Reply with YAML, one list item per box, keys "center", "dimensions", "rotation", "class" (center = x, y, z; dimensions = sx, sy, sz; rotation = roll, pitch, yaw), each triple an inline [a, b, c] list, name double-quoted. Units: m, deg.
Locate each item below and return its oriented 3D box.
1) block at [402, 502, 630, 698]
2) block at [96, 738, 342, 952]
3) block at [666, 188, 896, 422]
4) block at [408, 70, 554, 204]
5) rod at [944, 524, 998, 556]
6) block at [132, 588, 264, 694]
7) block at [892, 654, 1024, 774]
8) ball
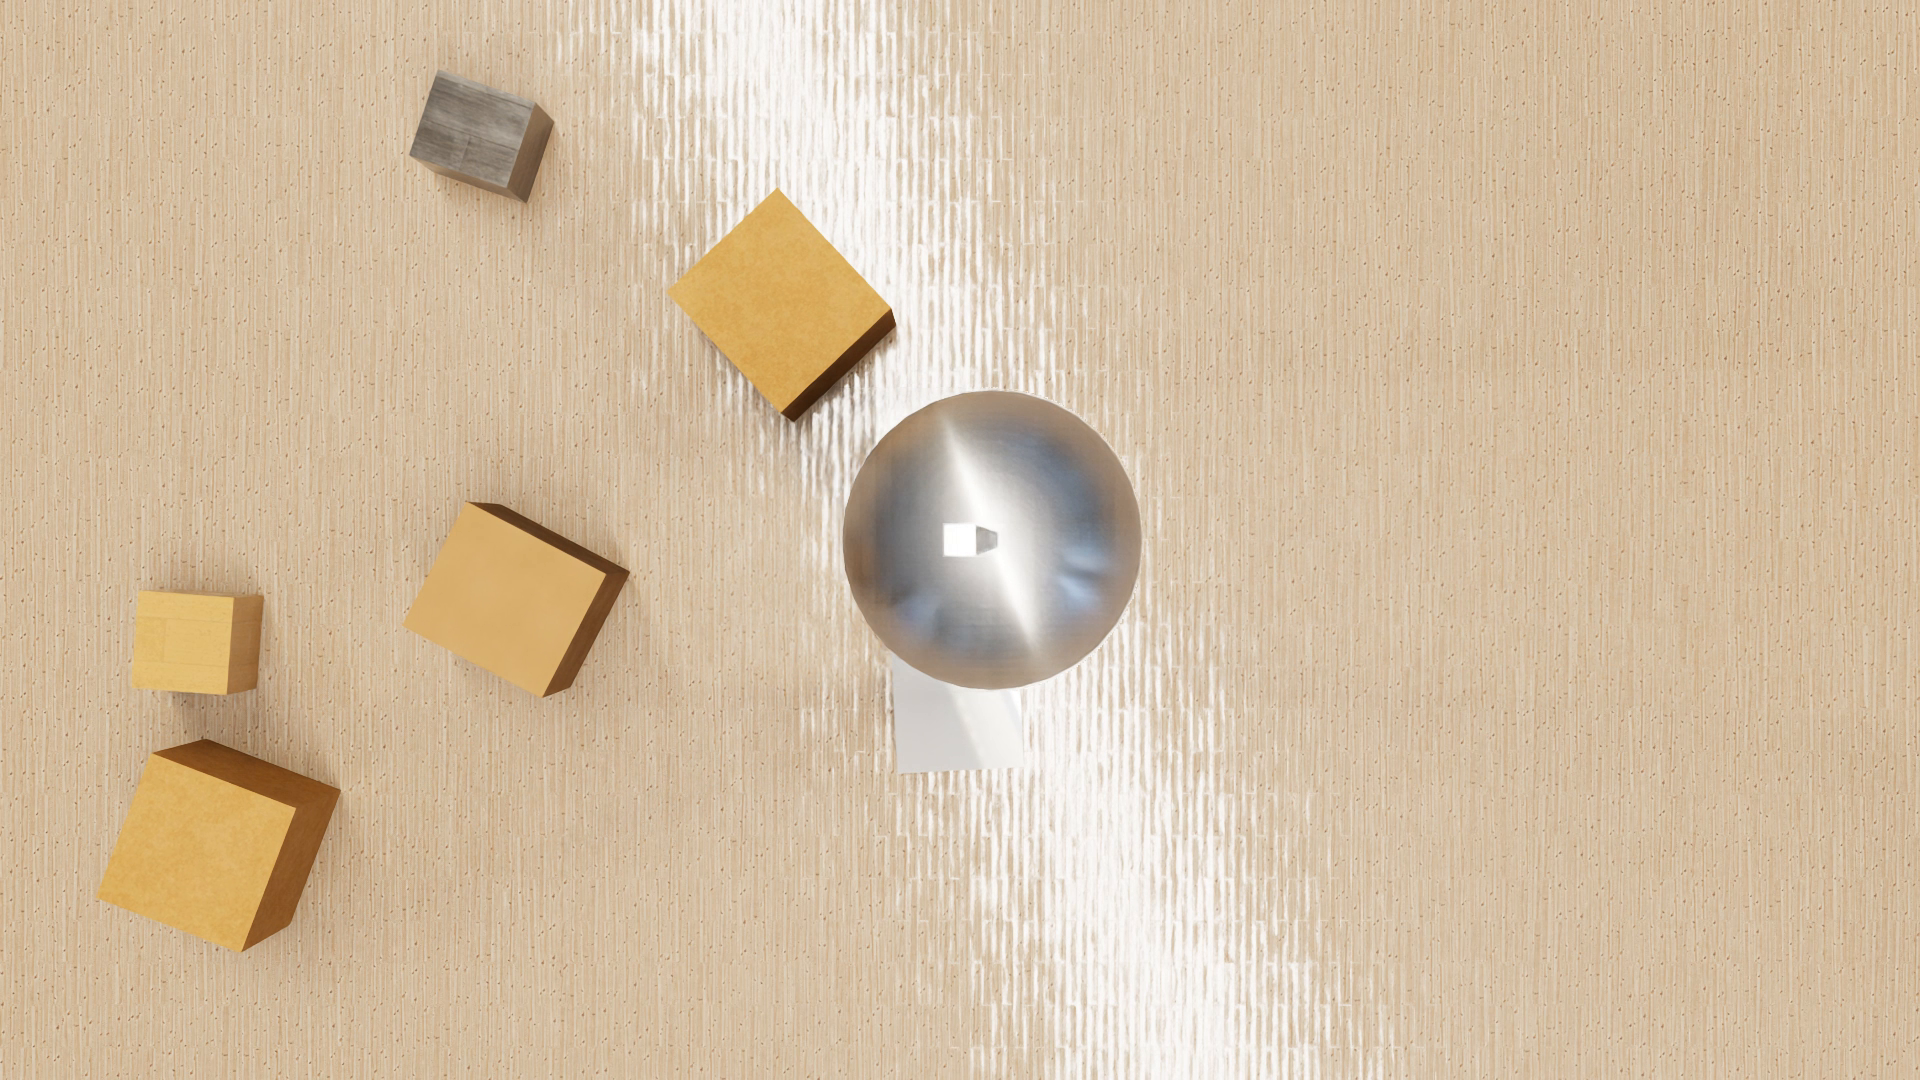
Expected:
- center: [-2.510, 0.330, 12.552]
  dimensions: [0.867, 0.897, 0.771]
  rotation: [28, 90, 0]
  class: "block"
- center: [-4.209, 1.724, 12.556]
  dimensions: [0.855, 0.889, 0.853]
  rotation: [21, 90, 0]
  class: "block"
- center: [-0.991, -1.312, 12.510]
  dimensions: [0.837, 0.980, 0.908]
  rotation: [-43, 90, 0]
  class: "block"
- center: [-2.755, -2.323, 12.707]
  dimensions: [0.582, 0.586, 0.513]
  rotation: [19, 90, 0]
  class: "block"
- center: [0.074, 0.000, 8.299]
  dimensions: [0.080, 5.200, 0.080]
  rotation: [0, 90, 2]
  class: "rod"
- center: [-4.405, 0.582, 12.730]
  dimensions: [0.540, 0.540, 0.553]
  rotation: [4, 90, 0]
  class: "block"
- center: [-0.017, 0.881, 12.677]
  dimensions: [0.710, 0.645, 0.826]
  rotation: [-3, 90, 0]
  class: "block"
- center: [0.170, 0.000, 11.698]
  dimensions: [1.600, 1.600, 1.600]
  rotation: [0, 90, 0]
  class: "ball"
